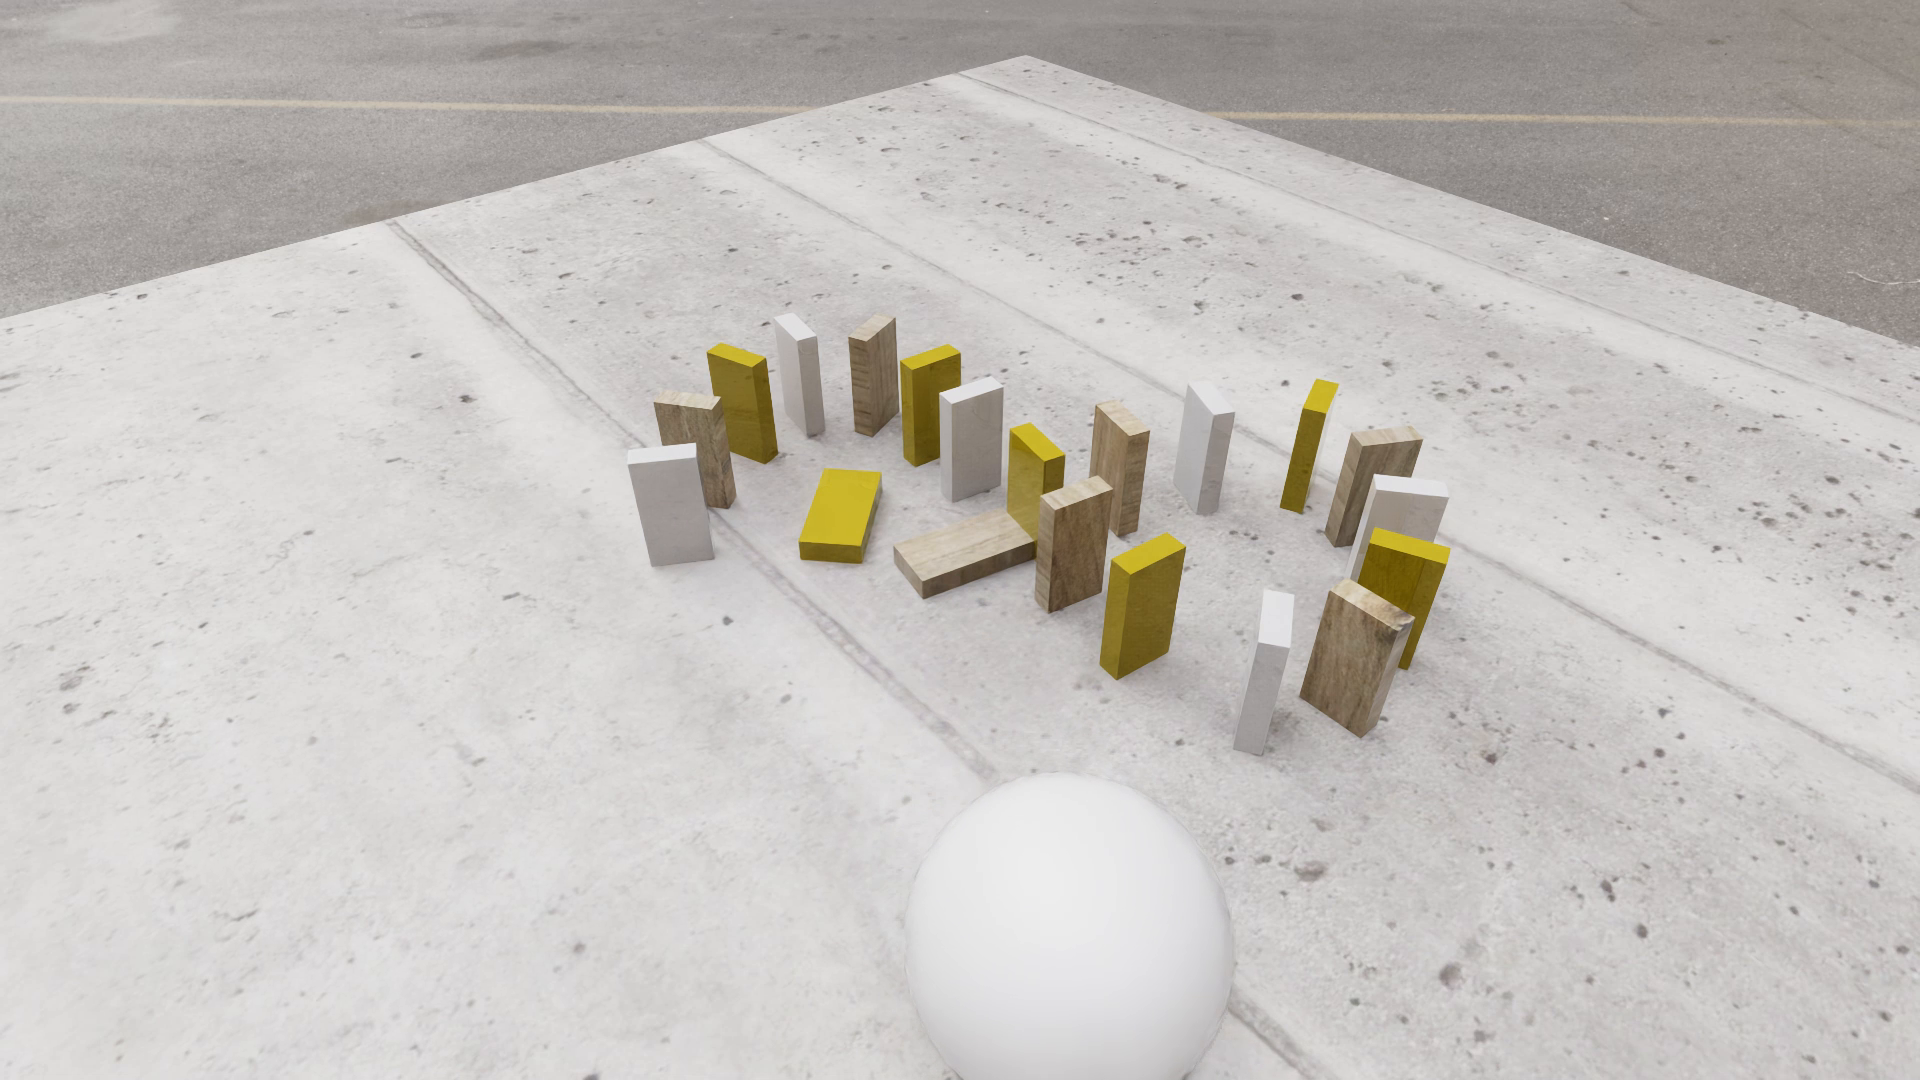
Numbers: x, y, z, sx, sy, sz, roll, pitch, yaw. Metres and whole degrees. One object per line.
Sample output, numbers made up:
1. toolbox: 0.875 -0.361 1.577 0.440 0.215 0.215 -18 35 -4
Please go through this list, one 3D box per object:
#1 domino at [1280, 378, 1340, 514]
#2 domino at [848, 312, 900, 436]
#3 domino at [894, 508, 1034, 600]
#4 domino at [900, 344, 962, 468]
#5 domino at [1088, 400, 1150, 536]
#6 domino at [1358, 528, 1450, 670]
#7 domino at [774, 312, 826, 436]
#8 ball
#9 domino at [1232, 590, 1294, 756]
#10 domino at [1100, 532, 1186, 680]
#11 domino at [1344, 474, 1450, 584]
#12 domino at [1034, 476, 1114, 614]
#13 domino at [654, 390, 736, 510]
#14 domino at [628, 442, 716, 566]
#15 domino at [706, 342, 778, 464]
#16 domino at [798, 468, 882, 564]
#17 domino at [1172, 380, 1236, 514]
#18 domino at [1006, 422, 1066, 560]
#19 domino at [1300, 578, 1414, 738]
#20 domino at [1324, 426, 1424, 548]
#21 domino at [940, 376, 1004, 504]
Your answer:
1. domino: 0.146 -0.039 0.459 0.009 0.050 0.025 17 42 20
2. domino: -0.039 -0.075 0.503 0.009 0.050 0.025 18 43 21
3. domino: 0.002 0.005 0.438 0.050 0.010 0.025 -19 43 -22
4. domino: -0.012 -0.059 0.483 0.025 0.050 0.010 -24 45 -26
5. domino: 0.064 -0.029 0.447 0.010 0.050 0.025 -17 42 -20
6. domino: 0.151 0.021 0.386 0.025 0.050 0.010 18 43 20
7. domino: -0.073 -0.076 0.504 0.009 0.050 0.025 -21 44 -24
8. ball: 0.026 0.097 0.269 0.080 0.080 0.080 0 39 0
9. domino: 0.099 0.044 0.358 0.009 0.050 0.025 10 40 12
10. domino: 0.063 0.024 0.383 0.025 0.050 0.010 -24 45 -26
11. domino: 0.163 0.000 0.412 0.025 0.050 0.010 7 40 8
12. domino: 0.042 0.002 0.409 0.025 0.050 0.010 -20 43 -23
13. domino: -0.109 -0.037 0.457 0.025 0.050 0.009 8 40 10
14. domino: -0.112 -0.013 0.427 0.025 0.050 0.010 -7 40 -8
15. domino: -0.095 -0.060 0.484 0.025 0.050 0.009 21 44 23
16. domino: -0.049 -0.011 0.456 0.025 0.010 0.050 4 39 5
17. domino: 0.101 -0.038 0.458 0.010 0.050 0.025 -9 40 -11
18. domino: 0.029 -0.018 0.434 0.010 0.050 0.025 -19 43 -22
19. domino: 0.130 0.039 0.363 0.010 0.050 0.025 -28 47 -30
20. domino: 0.164 -0.021 0.437 0.025 0.050 0.009 -7 40 -8
21. domino: 0.005 -0.042 0.462 0.025 0.050 0.010 -21 44 -24
